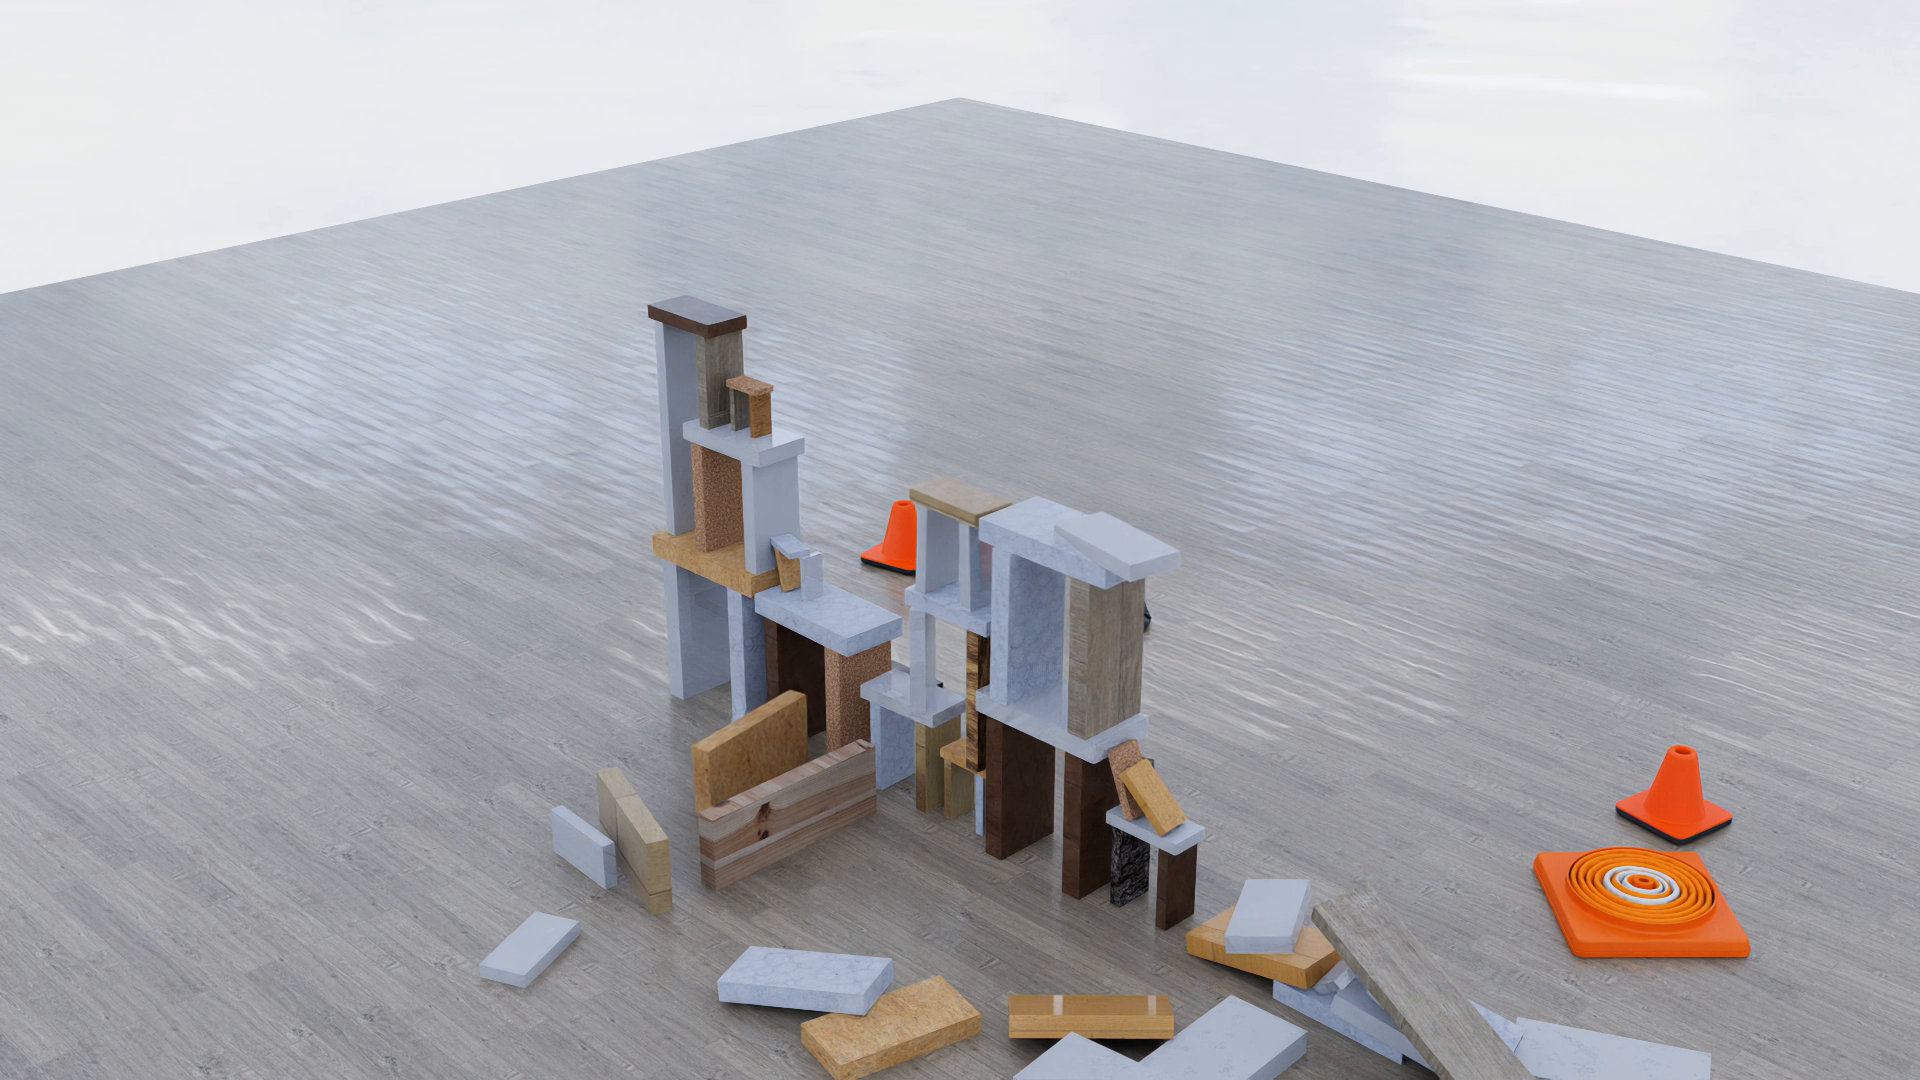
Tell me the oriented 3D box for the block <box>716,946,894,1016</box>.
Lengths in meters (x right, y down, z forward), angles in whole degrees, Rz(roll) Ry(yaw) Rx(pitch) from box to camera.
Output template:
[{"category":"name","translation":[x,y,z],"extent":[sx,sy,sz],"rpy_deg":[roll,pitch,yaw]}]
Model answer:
[{"category":"block","translation":[-0.269,0.768,3.842],"extent":[0.274,0.039,0.137],"rpy_deg":[1,16,20]}]

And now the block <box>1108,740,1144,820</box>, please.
[{"category":"block","translation":[0.316,0.443,4.059],"extent":[0.019,0.134,0.067],"rpy_deg":[-6,13,45]}]

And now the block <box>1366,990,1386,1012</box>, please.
[{"category":"block","translation":[0.769,0.780,3.635],"extent":[0.089,0.025,0.178],"rpy_deg":[-27,51,-30]}]

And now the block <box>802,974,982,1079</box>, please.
[{"category":"block","translation":[-0.117,0.832,3.749],"extent":[0.275,0.039,0.137],"rpy_deg":[-14,27,-29]}]

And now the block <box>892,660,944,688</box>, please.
[{"category":"block","translation":[-0.149,0.315,4.984],"extent":[0.219,0.027,0.094],"rpy_deg":[21,30,40]}]

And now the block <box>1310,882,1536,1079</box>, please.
[{"category":"block","translation":[0.794,0.799,3.574],"extent":[0.118,0.033,0.593],"rpy_deg":[-18,48,-24]}]

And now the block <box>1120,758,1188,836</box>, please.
[{"category":"block","translation":[0.354,0.471,4.026],"extent":[0.067,0.019,0.134],"rpy_deg":[-24,77,-44]}]

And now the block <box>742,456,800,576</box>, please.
[{"category":"block","translation":[-0.397,-0.062,4.624],"extent":[0.035,0.247,0.124],"rpy_deg":[21,31,40]}]

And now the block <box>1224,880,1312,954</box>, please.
[{"category":"block","translation":[0.558,0.678,3.970],"extent":[0.118,0.033,0.236],"rpy_deg":[-3,15,18]}]

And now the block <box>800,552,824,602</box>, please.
[{"category":"block","translation":[-0.309,0.076,4.586],"extent":[0.048,0.095,0.014],"rpy_deg":[-20,28,-39]}]

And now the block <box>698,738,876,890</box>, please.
[{"category":"block","translation":[-0.332,0.534,4.306],"extent":[0.043,0.153,0.418],"rpy_deg":[21,31,41]}]

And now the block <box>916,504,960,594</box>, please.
[{"category":"block","translation":[-0.042,0.003,4.274],"extent":[0.026,0.186,0.093],"rpy_deg":[24,32,39]}]

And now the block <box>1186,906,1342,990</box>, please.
[{"category":"block","translation":[0.552,0.726,3.932],"extent":[0.136,0.039,0.272],"rpy_deg":[-21,19,-40]}]

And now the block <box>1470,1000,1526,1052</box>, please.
[{"category":"block","translation":[0.837,0.807,3.650],"extent":[0.178,0.025,0.089],"rpy_deg":[26,47,21]}]

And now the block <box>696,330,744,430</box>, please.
[{"category":"block","translation":[-0.503,-0.343,4.619],"extent":[0.029,0.204,0.102],"rpy_deg":[21,31,40]}]

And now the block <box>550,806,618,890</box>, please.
[{"category":"block","translation":[-0.727,0.592,4.245],"extent":[0.027,0.094,0.187],"rpy_deg":[-19,29,-37]}]

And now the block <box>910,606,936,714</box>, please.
[{"category":"block","translation":[-0.074,0.220,4.369],"extent":[0.031,0.222,0.111],"rpy_deg":[4,23,9]}]

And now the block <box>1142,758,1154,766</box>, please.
[{"category":"block","translation":[0.313,0.505,4.530],"extent":[0.111,0.031,0.221],"rpy_deg":[9,25,21]}]

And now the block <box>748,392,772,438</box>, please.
[{"category":"block","translation":[-0.414,-0.262,4.569],"extent":[0.013,0.095,0.047],"rpy_deg":[21,31,40]}]

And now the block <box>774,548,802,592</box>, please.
[{"category":"block","translation":[-0.360,0.056,4.633],"extent":[0.048,0.095,0.014],"rpy_deg":[-21,18,-40]}]

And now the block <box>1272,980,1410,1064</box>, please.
[{"category":"block","translation":[0.693,0.806,3.812],"extent":[0.136,0.039,0.272],"rpy_deg":[-21,31,-40]}]

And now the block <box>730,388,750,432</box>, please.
[{"category":"block","translation":[-0.459,-0.280,4.610],"extent":[0.013,0.094,0.047],"rpy_deg":[21,31,40]}]

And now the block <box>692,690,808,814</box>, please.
[{"category":"block","translation":[-0.429,0.439,4.529],"extent":[0.043,0.153,0.307],"rpy_deg":[15,27,33]}]

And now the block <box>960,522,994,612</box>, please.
[{"category":"block","translation":[0.042,0.036,4.198],"extent":[0.026,0.186,0.093],"rpy_deg":[20,30,41]}]

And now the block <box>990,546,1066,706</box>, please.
[{"category":"block","translation":[0.128,0.142,4.141],"extent":[0.044,0.312,0.156],"rpy_deg":[22,32,40]}]

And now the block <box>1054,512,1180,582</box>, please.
[{"category":"block","translation":[0.277,0.010,3.900],"extent":[0.111,0.031,0.221],"rpy_deg":[-15,27,-31]}]

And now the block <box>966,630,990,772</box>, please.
[{"category":"block","translation":[0.063,0.298,4.286],"extent":[0.111,0.300,0.031],"rpy_deg":[-21,31,-40]}]

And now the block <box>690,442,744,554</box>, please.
[{"category":"block","translation":[-0.514,-0.107,4.731],"extent":[0.035,0.247,0.124],"rpy_deg":[21,31,40]}]

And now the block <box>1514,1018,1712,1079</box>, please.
[{"category":"block","translation":[1.070,0.880,3.629],"extent":[0.315,0.045,0.158],"rpy_deg":[8,24,18]}]

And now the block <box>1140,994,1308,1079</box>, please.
[{"category":"block","translation":[0.352,0.901,3.580],"extent":[0.158,0.045,0.518],"rpy_deg":[20,30,38]}]

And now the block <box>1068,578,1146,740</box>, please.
[{"category":"block","translation":[0.268,0.195,4.018],"extent":[0.044,0.312,0.156],"rpy_deg":[21,31,40]}]

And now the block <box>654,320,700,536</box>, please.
[{"category":"block","translation":[-0.599,-0.251,4.764],"extent":[0.029,0.487,0.102],"rpy_deg":[21,31,41]}]
